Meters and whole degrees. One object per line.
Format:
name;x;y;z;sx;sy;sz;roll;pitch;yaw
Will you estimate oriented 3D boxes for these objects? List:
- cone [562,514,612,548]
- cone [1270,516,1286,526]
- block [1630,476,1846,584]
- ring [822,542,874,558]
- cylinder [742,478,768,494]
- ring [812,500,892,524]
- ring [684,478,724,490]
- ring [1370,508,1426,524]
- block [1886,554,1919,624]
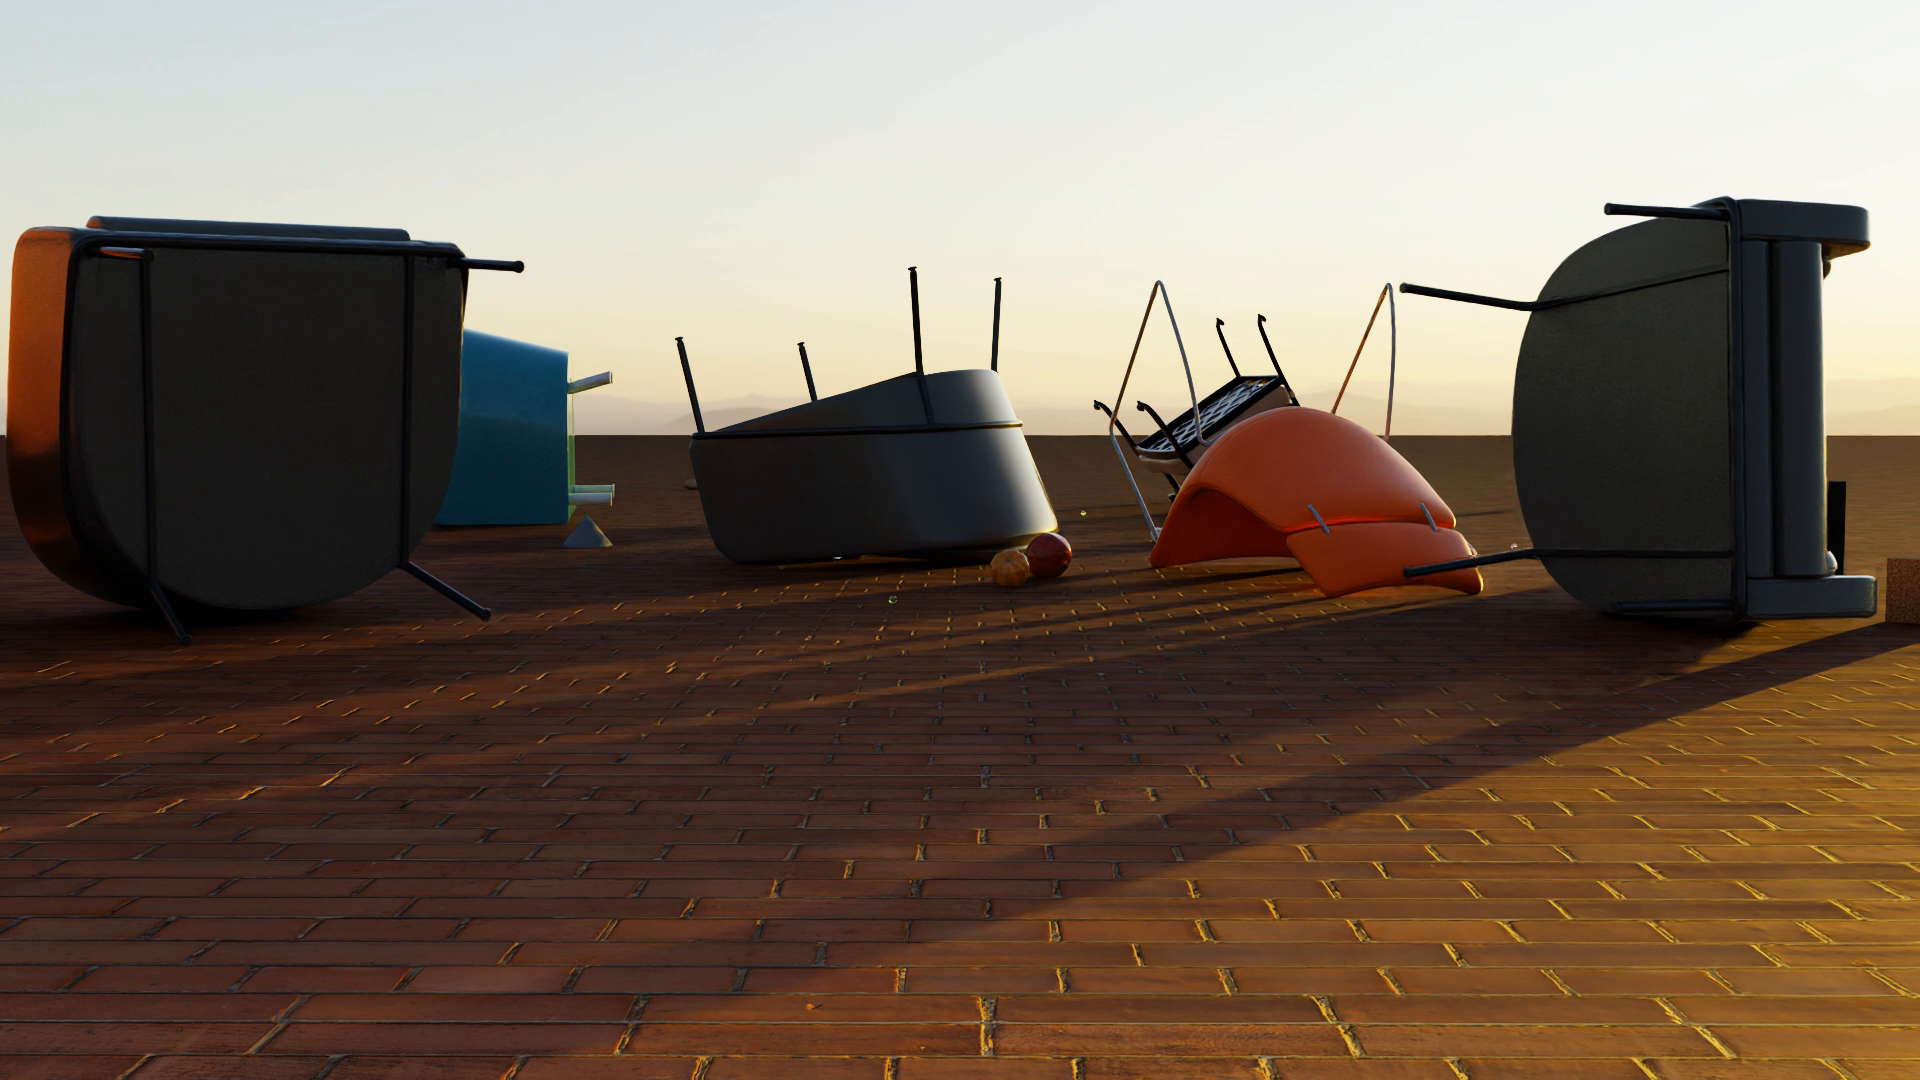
cone;-1.072;-0.029;6.318;0.143;0.090;0.179;0;4;6
cone;1.042;-0.054;7.221;0.049;0.034;0.049;3;24;11
block;1.861;-0.029;5.274;0.334;0.231;0.353;-2;4;-28
ring;-0.301;0.027;5.878;0.128;0.039;0.148;3;6;44
cylinder;-0.883;-0.233;9.456;0.061;0.062;0.116;-1;-11;26
ring;-0.369;-0.095;7.460;0.223;0.065;0.470;-3;5;-25
ring;-1.152;-0.253;9.916;0.089;0.045;0.221;2;4;45
ring;1.469;-0.081;7.372;0.196;0.049;0.112;3;6;32
block;1.885;0.096;4.245;0.125;0.123;0.139;-4;5;-42
